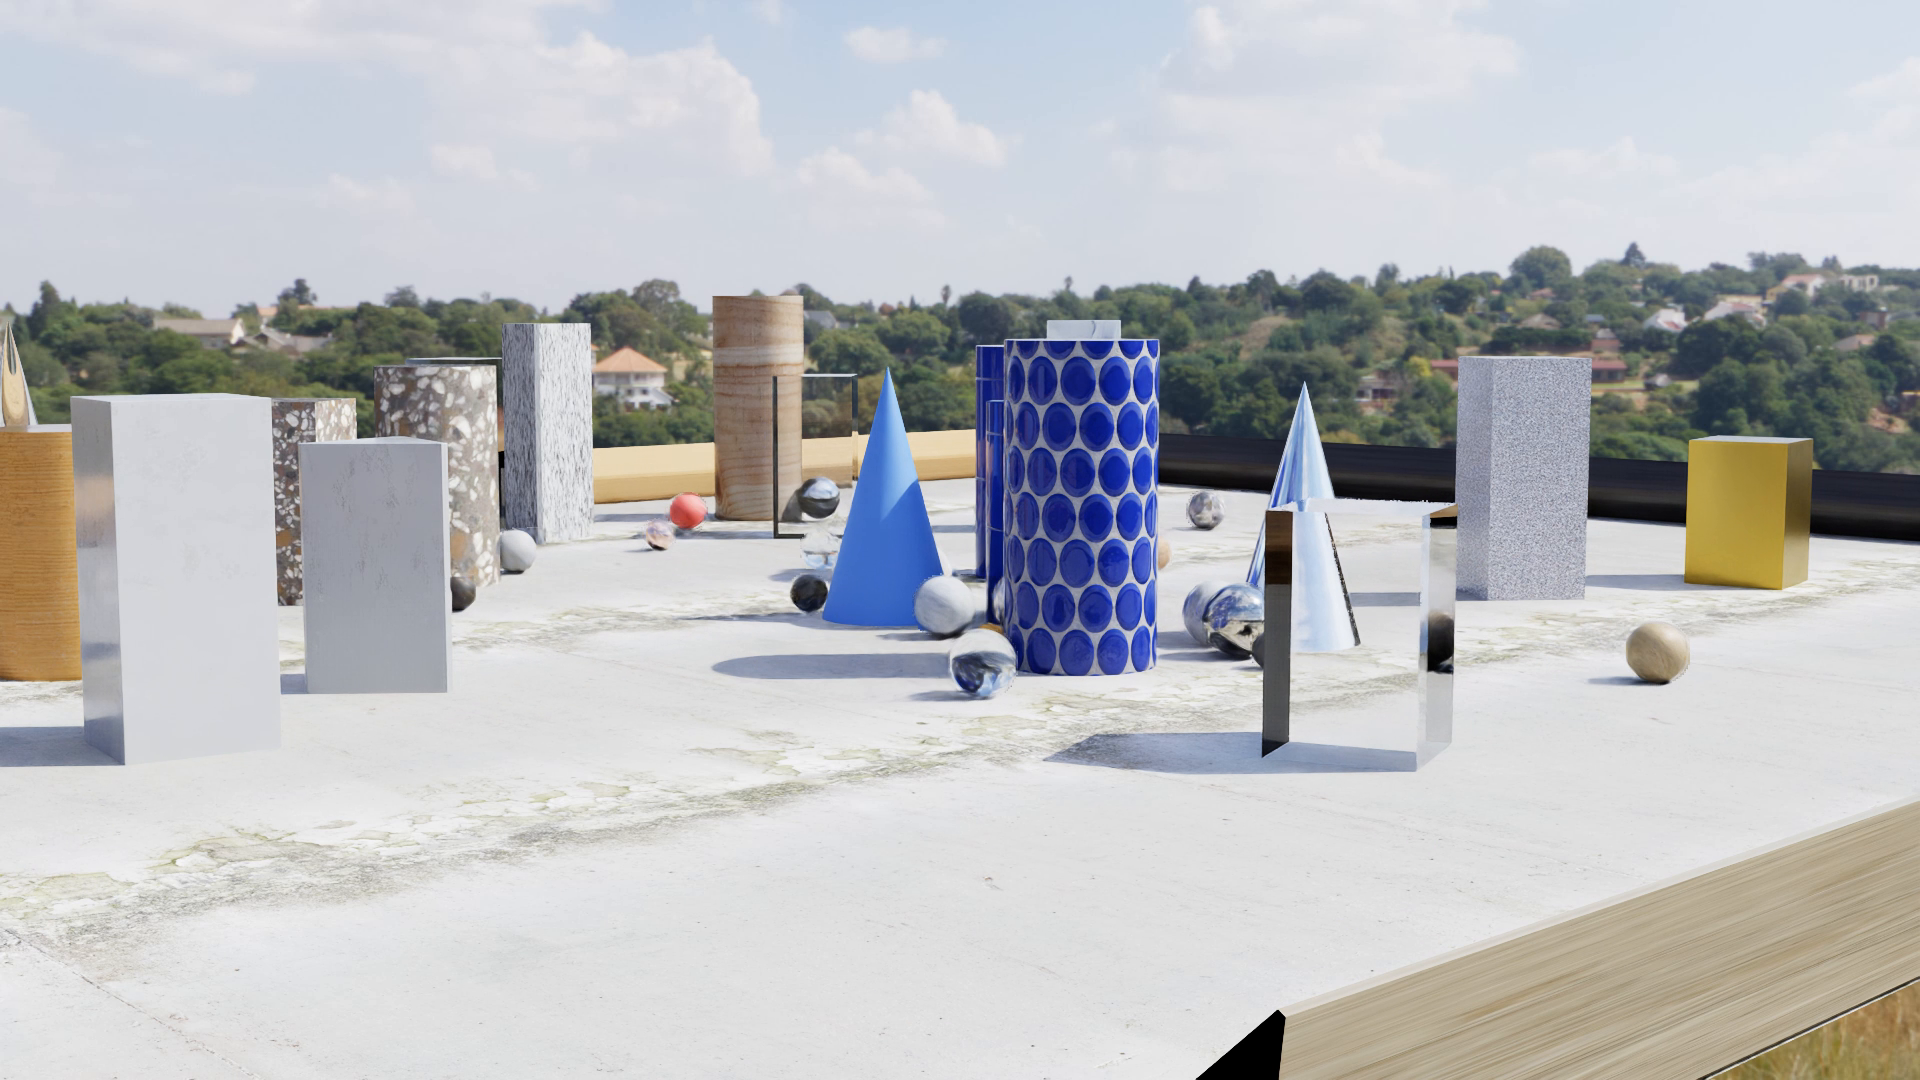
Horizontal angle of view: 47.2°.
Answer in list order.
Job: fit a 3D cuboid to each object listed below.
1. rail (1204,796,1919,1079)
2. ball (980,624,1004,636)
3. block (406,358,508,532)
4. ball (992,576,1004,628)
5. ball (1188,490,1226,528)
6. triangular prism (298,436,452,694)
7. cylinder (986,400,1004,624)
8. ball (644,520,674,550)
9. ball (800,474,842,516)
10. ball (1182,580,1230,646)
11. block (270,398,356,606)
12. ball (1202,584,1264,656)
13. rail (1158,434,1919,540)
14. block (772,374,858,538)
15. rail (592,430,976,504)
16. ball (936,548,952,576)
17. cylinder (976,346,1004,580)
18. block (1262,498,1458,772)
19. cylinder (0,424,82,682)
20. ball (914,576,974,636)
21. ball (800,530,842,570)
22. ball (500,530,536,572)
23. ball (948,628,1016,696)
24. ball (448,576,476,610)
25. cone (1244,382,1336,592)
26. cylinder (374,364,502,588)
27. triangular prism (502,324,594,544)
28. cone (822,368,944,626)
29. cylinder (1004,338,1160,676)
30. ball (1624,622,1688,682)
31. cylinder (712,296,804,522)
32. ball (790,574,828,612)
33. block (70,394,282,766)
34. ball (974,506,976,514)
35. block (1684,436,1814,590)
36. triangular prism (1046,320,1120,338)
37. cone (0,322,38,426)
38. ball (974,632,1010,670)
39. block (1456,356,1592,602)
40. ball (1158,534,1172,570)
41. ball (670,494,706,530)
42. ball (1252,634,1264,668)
[{"bbox_3d":[1.218,0.170,2.020,3.936,0.126,0.045,-6,8,-42],"label":"rail"},{"bbox_3d":[0.039,0.128,2.836,0.041,0.041,0.041,0,6,0],"label":"ball"},{"bbox_3d":[-0.996,-0.189,4.400,0.155,0.347,0.155,2,6,18],"label":"block"},{"bbox_3d":[0.090,0.084,3.005,0.093,0.093,0.093,0,6,0],"label":"ball"},{"bbox_3d":[0.502,-0.061,4.468,0.078,0.078,0.078,0,6,0],"label":"ball"},{"bbox_3d":[-0.679,0.026,2.618,0.168,0.291,0.145,0,6,-2],"label":"triangular prism"},{"bbox_3d":[0.134,-0.042,3.151,0.194,0.313,0.194,0,6,0],"label":"cylinder"},{"bbox_3d":[-0.557,-0.009,4.081,0.054,0.054,0.054,0,6,0],"label":"ball"},{"bbox_3d":[-0.295,-0.095,4.675,0.090,0.090,0.090,0,6,0],"label":"ball"},{"bbox_3d":[0.339,0.096,2.920,0.088,0.088,0.088,0,6,0],"label":"ball"},{"bbox_3d":[-1.030,-0.062,3.382,0.155,0.306,0.155,1,6,7],"label":"block"},{"bbox_3d":[0.359,0.103,2.826,0.094,0.094,0.094,0,6,0],"label":"ball"},{"bbox_3d":[1.429,-0.105,4.643,0.045,0.126,3.638,-6,8,-42],"label":"rail"},{"bbox_3d":[-0.284,-0.167,4.340,0.155,0.315,0.155,0,6,1],"label":"block"},{"bbox_3d":[-1.218,-0.105,4.644,3.936,0.126,0.045,-6,8,-42],"label":"rail"},{"bbox_3d":[-0.058,0.050,3.352,0.090,0.090,0.090,0,6,0],"label":"ball"},{"bbox_3d":[0.122,-0.131,3.665,0.194,0.384,0.194,0,6,0],"label":"cylinder"},{"bbox_3d":[0.403,0.090,2.212,0.155,0.248,0.155,3,7,25],"label":"block"},{"bbox_3d":[-1.100,0.011,2.717,0.194,0.299,0.194,0,6,0],"label":"cylinder"},{"bbox_3d":[-0.022,0.090,2.998,0.083,0.083,0.083,0,6,0],"label":"ball"},{"bbox_3d":[-0.237,0.017,3.758,0.071,0.071,0.071,0,6,0],"label":"ball"},{"bbox_3d":[-0.754,0.019,3.723,0.074,0.074,0.074,0,6,0],"label":"ball"},{"bbox_3d":[0.026,0.141,2.536,0.078,0.078,0.078,0,6,0],"label":"ball"},{"bbox_3d":[-0.743,0.079,3.260,0.052,0.052,0.052,0,6,0],"label":"ball"},{"bbox_3d":[0.467,-0.043,2.997,0.194,0.348,0.194,0,6,0],"label":"cone"},{"bbox_3d":[-0.848,-0.106,3.573,0.194,0.353,0.194,0,6,0],"label":"cylinder"},{"bbox_3d":[-0.783,-0.211,4.272,0.145,0.417,0.168,-4,7,-33],"label":"triangular prism"},{"bbox_3d":[-0.104,-0.069,3.175,0.194,0.363,0.194,0,6,0],"label":"cone"},{"bbox_3d":[0.151,-0.046,2.751,0.194,0.407,0.194,0,6,0],"label":"cylinder"},{"bbox_3d":[0.834,0.134,2.633,0.073,0.073,0.073,0,6,0],"label":"ball"},{"bbox_3d":[-0.430,-0.284,4.700,0.194,0.472,0.194,0,6,0],"label":"cylinder"},{"bbox_3d":[-0.220,0.078,3.205,0.055,0.055,0.055,0,6,0],"label":"ball"},{"bbox_3d":[-0.799,0.033,2.240,0.155,0.356,0.155,-4,7,-35],"label":"block"},{"bbox_3d":[0.061,-0.060,4.529,0.063,0.063,0.063,0,6,0],"label":"ball"},{"bbox_3d":[1.289,-0.048,3.592,0.155,0.234,0.155,4,7,35],"label":"block"},{"bbox_3d":[0.286,-0.237,4.491,0.168,0.422,0.145,4,7,35],"label":"triangular prism"},{"bbox_3d":[-1.430,-0.119,3.325,0.194,0.431,0.194,0,6,0],"label":"cone"},{"bbox_3d":[0.040,0.138,2.726,0.046,0.046,0.046,0,6,0],"label":"ball"},{"bbox_3d":[0.875,-0.099,3.432,0.155,0.370,0.155,-1,6,-7],"label":"block"},{"bbox_3d":[0.325,0.021,3.730,0.067,0.067,0.067,0,6,0],"label":"ball"},{"bbox_3d":[-0.554,-0.058,4.465,0.072,0.072,0.072,0,6,0],"label":"ball"},{"bbox_3d":[0.385,0.137,2.727,0.047,0.047,0.047,0,6,0],"label":"ball"}]
